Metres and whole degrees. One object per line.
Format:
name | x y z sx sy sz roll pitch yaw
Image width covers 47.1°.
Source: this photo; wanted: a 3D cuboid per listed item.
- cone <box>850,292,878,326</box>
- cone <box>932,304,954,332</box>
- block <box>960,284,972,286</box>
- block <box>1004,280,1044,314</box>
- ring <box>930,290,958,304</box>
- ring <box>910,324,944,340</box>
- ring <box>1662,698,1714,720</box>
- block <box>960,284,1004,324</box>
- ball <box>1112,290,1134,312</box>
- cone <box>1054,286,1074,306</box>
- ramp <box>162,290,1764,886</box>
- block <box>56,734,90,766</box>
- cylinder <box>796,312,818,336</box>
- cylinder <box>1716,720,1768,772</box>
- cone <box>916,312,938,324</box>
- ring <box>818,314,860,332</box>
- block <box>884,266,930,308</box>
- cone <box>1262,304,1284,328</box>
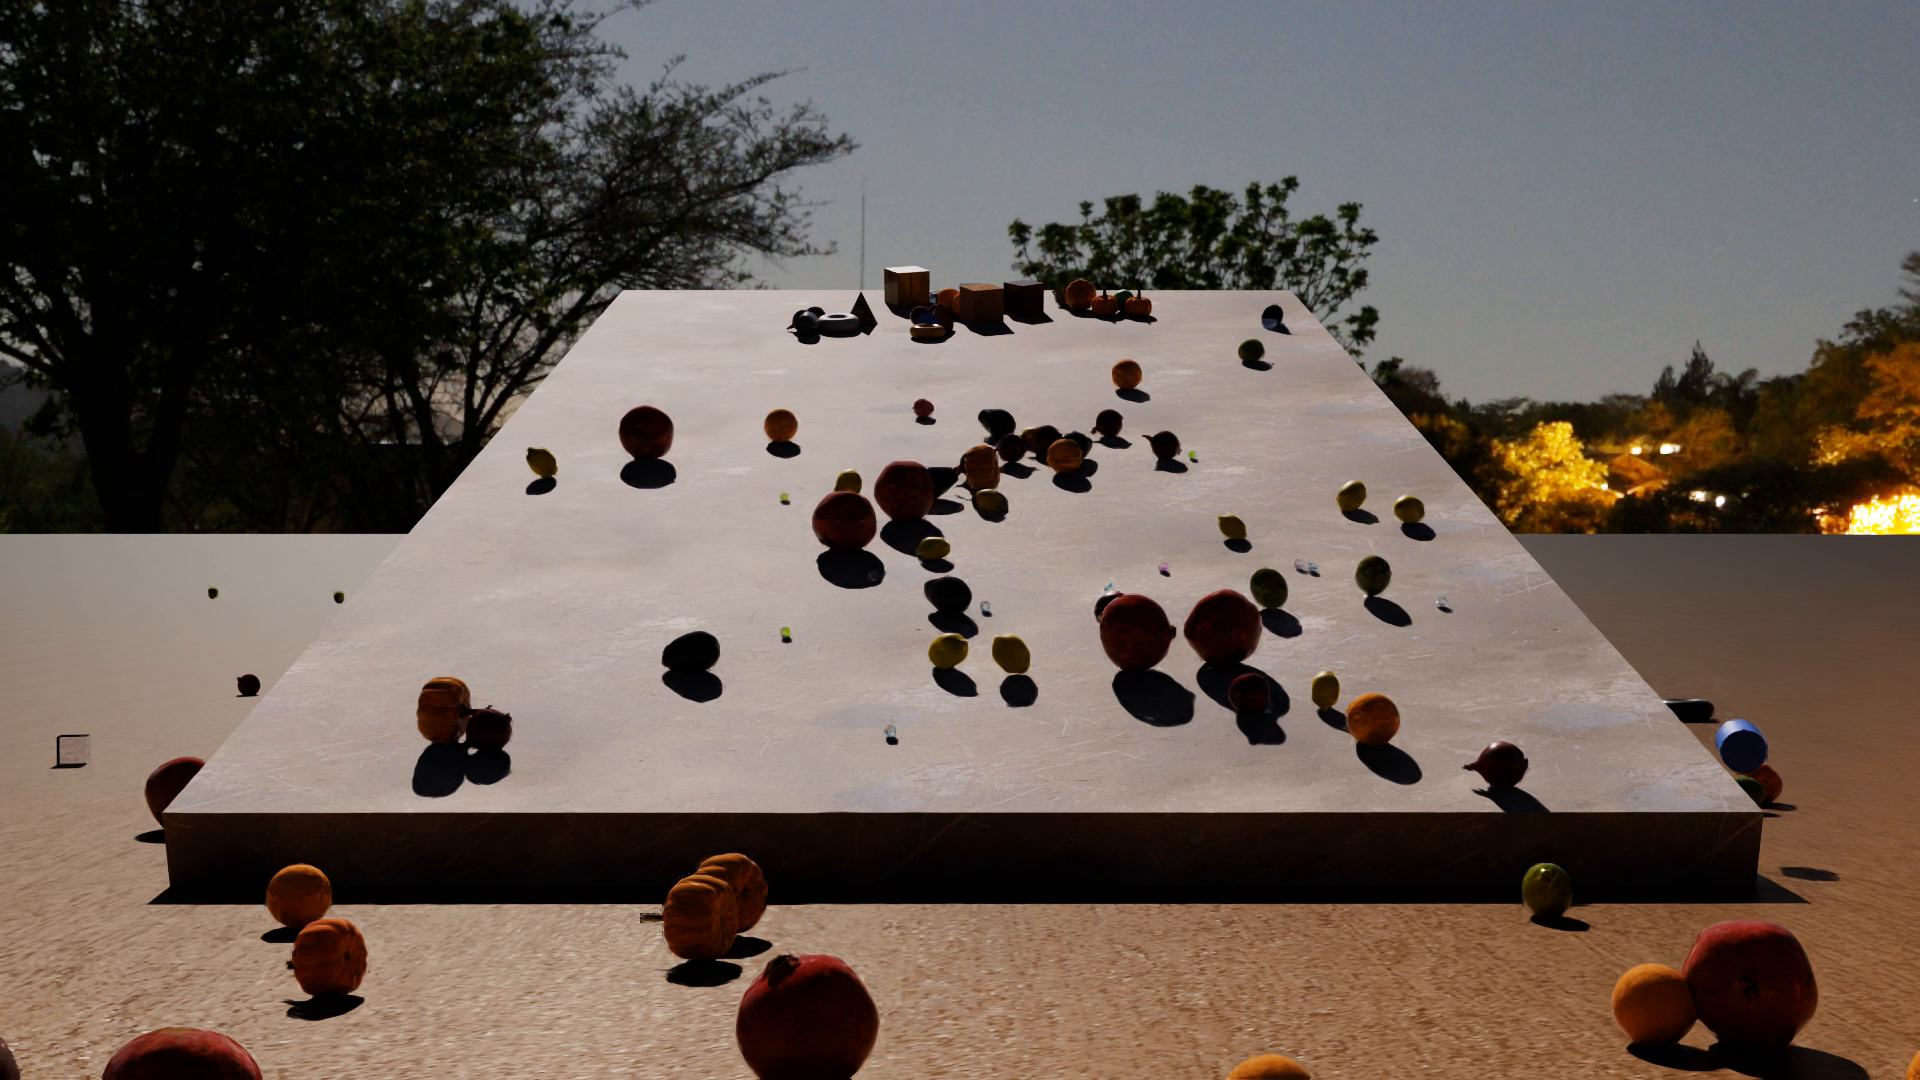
cone | -0.271 -0.638 6.044 0.091 0.091 0.091 0 16 0
cone | -0.072 -0.588 5.970 0.079 0.079 0.079 -22 -12 32
block | 0.033 -0.694 6.286 0.067 0.067 0.067 1 16 2
block | 0.180 -0.688 6.240 0.081 0.081 0.081 -13 20 -38
ring | -0.051 -0.704 6.389 0.092 0.031 0.092 1 15 0
ring | -0.087 -0.555 5.860 0.095 0.032 0.095 1 15 0
ring | 1.706 0.400 5.202 0.141 0.047 0.141 0 -1 0
block | 0.059 -0.654 6.098 0.092 0.092 0.092 -7 17 -24
ball | 0.463 -0.676 6.233 0.063 0.063 0.063 0 0 0
cone | 0.308 -0.695 6.366 0.059 0.059 0.059 0 -11 16
ramp | -0.002 -0.156 4.690 2.000 0.100 4.000 0 16 0
block | -1.696 0.402 4.219 0.053 0.053 0.053 0 0 -13
cylinder | -0.408 -0.577 5.889 0.057 0.057 0.057 0 16 1
cylinder | 1.079 0.284 3.043 0.060 0.060 0.060 0 9 13
cone | -0.085 -0.575 5.939 0.060 0.060 0.060 0 -11 5
ring | -0.330 -0.586 5.958 0.116 0.039 0.116 -1 17 0
block | -0.153 -0.731 6.360 0.099 0.099 0.099 -7 17 -24
cone | 0.870 -0.600 6.026 0.067 0.067 0.067 0 -18 40
